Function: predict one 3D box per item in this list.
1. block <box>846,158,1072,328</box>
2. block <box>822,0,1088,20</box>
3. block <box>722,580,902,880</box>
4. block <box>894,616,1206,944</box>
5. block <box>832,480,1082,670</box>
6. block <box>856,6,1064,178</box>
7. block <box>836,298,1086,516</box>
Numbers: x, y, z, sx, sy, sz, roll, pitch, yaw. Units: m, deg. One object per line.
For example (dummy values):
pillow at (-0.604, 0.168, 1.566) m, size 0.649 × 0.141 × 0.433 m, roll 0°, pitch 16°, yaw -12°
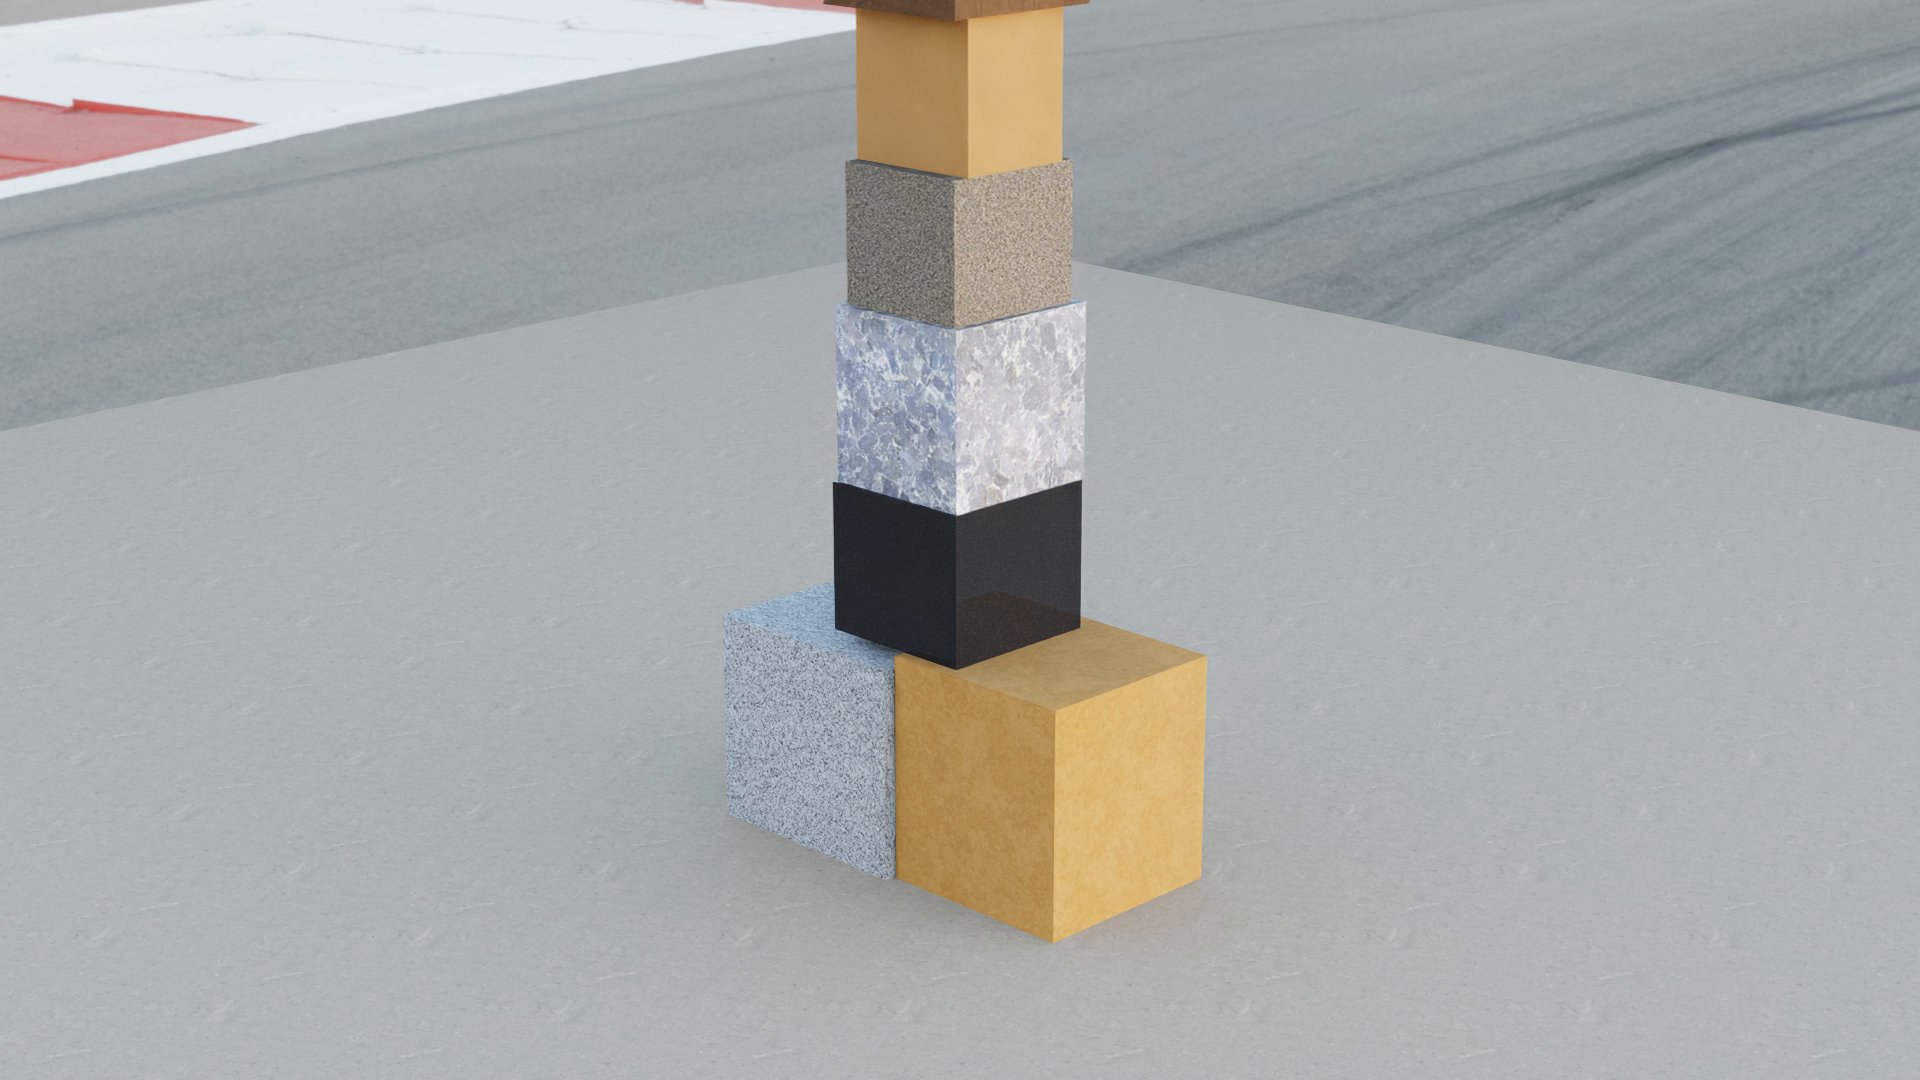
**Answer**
block at (-0.003, -1.357, 12.919) m, size 0.734 × 0.637 × 0.672 m, roll -17°, pitch 24°, yaw -42°
block at (-0.018, -2.673, 12.495) m, size 0.803 × 0.768 × 0.815 m, roll 17°, pitch 24°, yaw 42°
block at (-0.352, 0.840, 13.974) m, size 1.065 × 1.018 × 1.105 m, roll -17°, pitch 24°, yaw -42°
block at (0.406, 1.031, 13.264) m, size 0.988 × 1.079 × 0.986 m, roll -17°, pitch 24°, yaw -42°
block at (-0.011, 0.068, 13.353) m, size 0.807 × 0.706 × 0.788 m, roll -17°, pitch 24°, yaw -42°
block at (-0.003, -1.986, 12.723) m, size 0.685 × 0.680 × 0.579 m, roll 17°, pitch 24°, yaw 42°
block at (0.004, -0.664, 13.142) m, size 0.816 × 0.819 × 0.758 m, roll -17°, pitch 24°, yaw -42°
